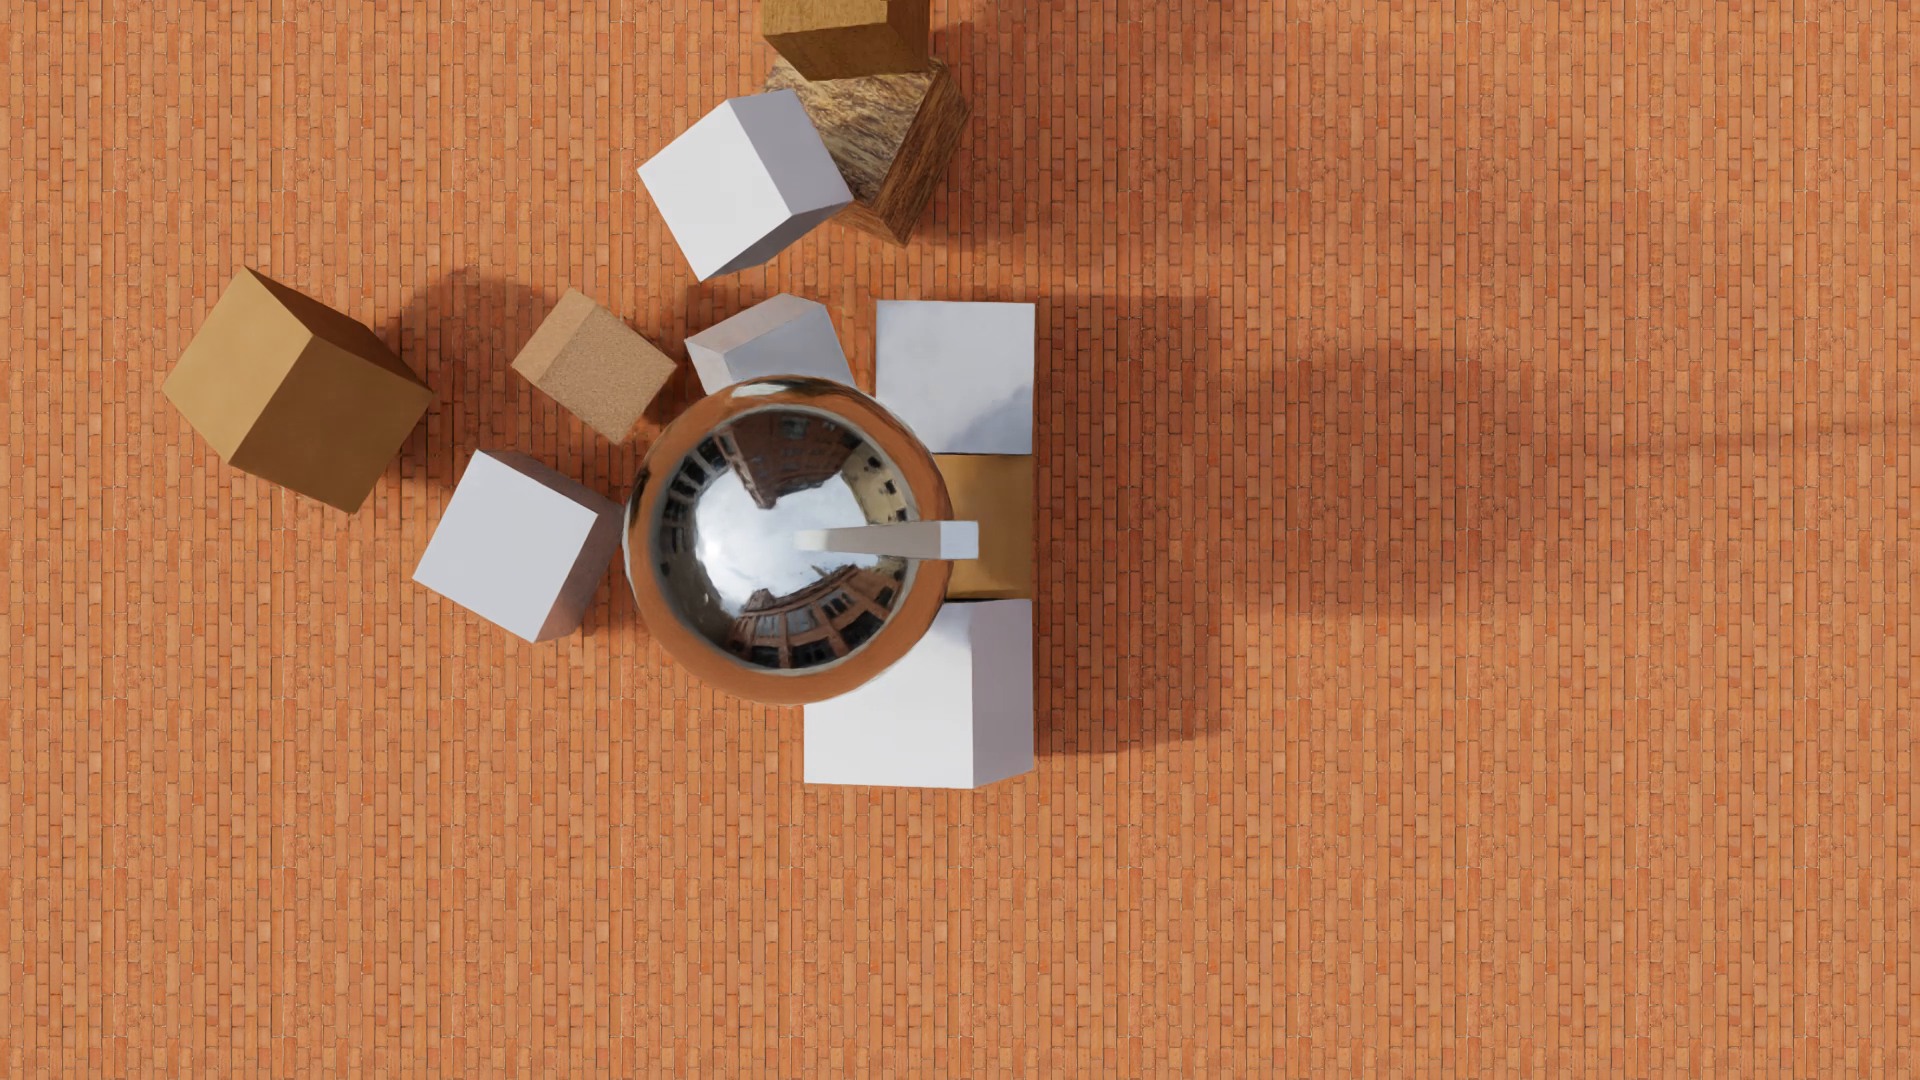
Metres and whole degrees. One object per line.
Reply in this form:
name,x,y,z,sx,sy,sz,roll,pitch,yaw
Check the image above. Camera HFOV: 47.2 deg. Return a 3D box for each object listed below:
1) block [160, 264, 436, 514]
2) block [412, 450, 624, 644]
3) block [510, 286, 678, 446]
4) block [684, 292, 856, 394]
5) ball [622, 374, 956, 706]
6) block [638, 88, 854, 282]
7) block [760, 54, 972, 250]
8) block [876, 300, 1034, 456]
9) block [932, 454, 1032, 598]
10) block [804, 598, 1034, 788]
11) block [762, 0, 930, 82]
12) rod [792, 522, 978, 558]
block,-3.709,-0.833,12.341,0.872,0.909,0.841,39,96,37
block,-2.473,0.027,12.547,0.779,0.785,0.807,28,94,5
block,-2.067,-0.985,12.401,0.590,0.574,0.566,38,87,-29
block,-1.011,-0.880,12.115,0.635,0.610,0.704,-28,113,-18
ball,-0.818,0.000,10.585,1.600,1.600,1.600,0,90,0
block,-1.111,-1.848,11.435,0.697,0.603,0.667,-30,90,33
block,-0.595,-2.324,12.472,0.887,0.786,0.895,24,86,15
block,-0.030,-0.895,12.540,0.867,0.920,0.828,1,90,0
block,0.009,-0.075,12.646,0.790,0.709,0.800,1,90,0
block,-0.221,0.833,12.367,0.991,0.972,0.992,-1,90,21
block,-0.603,-2.920,11.782,0.696,0.683,0.653,-2,80,17
rod,-0.355,0.000,7.217,0.080,5.200,0.080,0,90,-8
